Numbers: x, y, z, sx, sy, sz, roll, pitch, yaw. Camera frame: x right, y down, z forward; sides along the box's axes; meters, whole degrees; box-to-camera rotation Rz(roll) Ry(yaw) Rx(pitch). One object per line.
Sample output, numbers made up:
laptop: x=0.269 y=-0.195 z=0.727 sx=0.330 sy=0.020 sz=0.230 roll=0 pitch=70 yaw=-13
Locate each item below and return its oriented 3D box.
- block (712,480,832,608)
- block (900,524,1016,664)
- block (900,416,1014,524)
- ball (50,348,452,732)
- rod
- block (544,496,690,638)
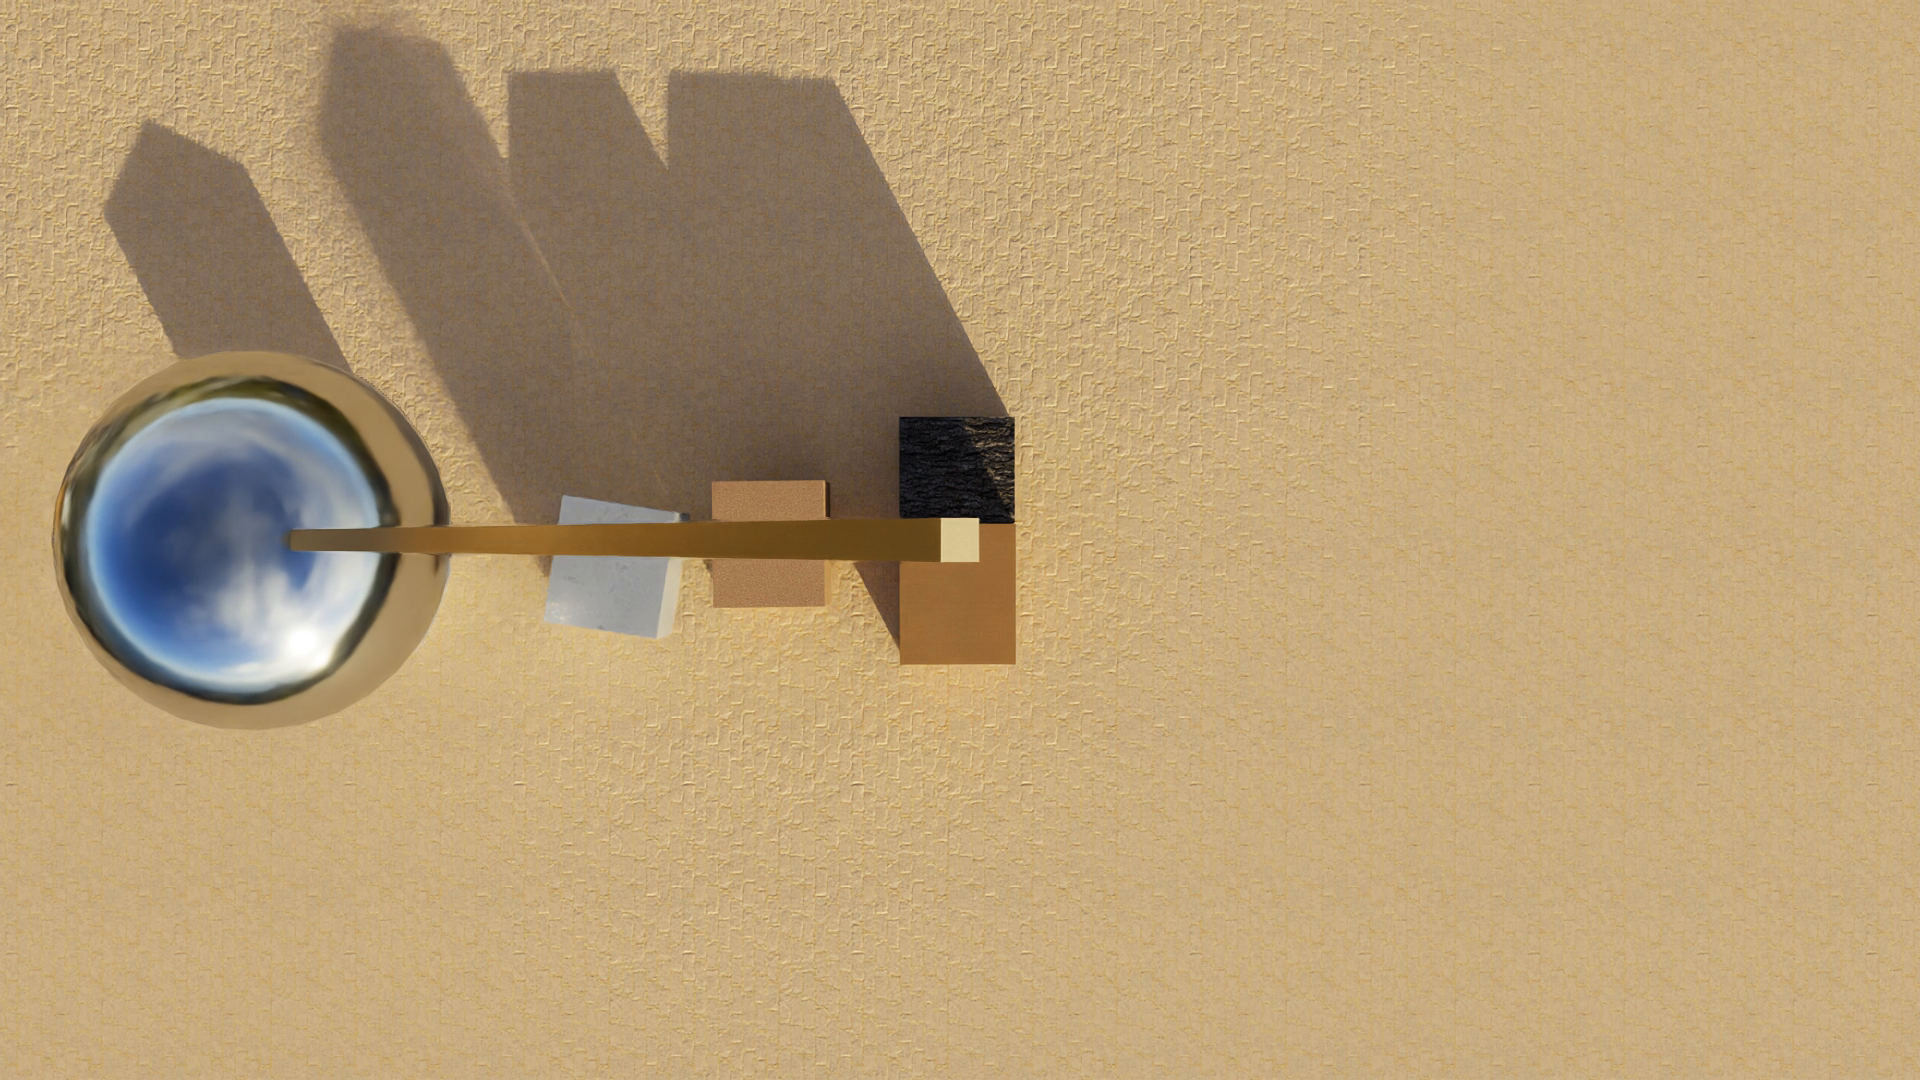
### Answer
block: x=-1.078 y=0.023 z=12.684 sx=0.627 sy=0.631 sz=0.711 roll=-1 pitch=90 yaw=0
block: x=-0.013 y=0.304 z=12.654 sx=0.650 sy=0.691 sz=0.788 roll=0 pitch=90 yaw=0
block: x=-0.016 y=-0.399 z=12.738 sx=0.656 sy=0.525 sz=0.600 roll=0 pitch=90 yaw=0
ball: x=-2.949 y=0.000 z=9.227 sx=1.600 sy=1.600 sz=1.600 roll=0 pitch=90 yaw=0
rod: x=-1.278 y=0.000 z=6.266 sx=0.080 sy=5.200 sz=0.080 roll=0 pitch=90 yaw=-29
block: x=-1.962 y=0.150 z=12.635 sx=0.638 sy=0.720 sz=0.714 roll=9 pitch=90 yaw=-1
